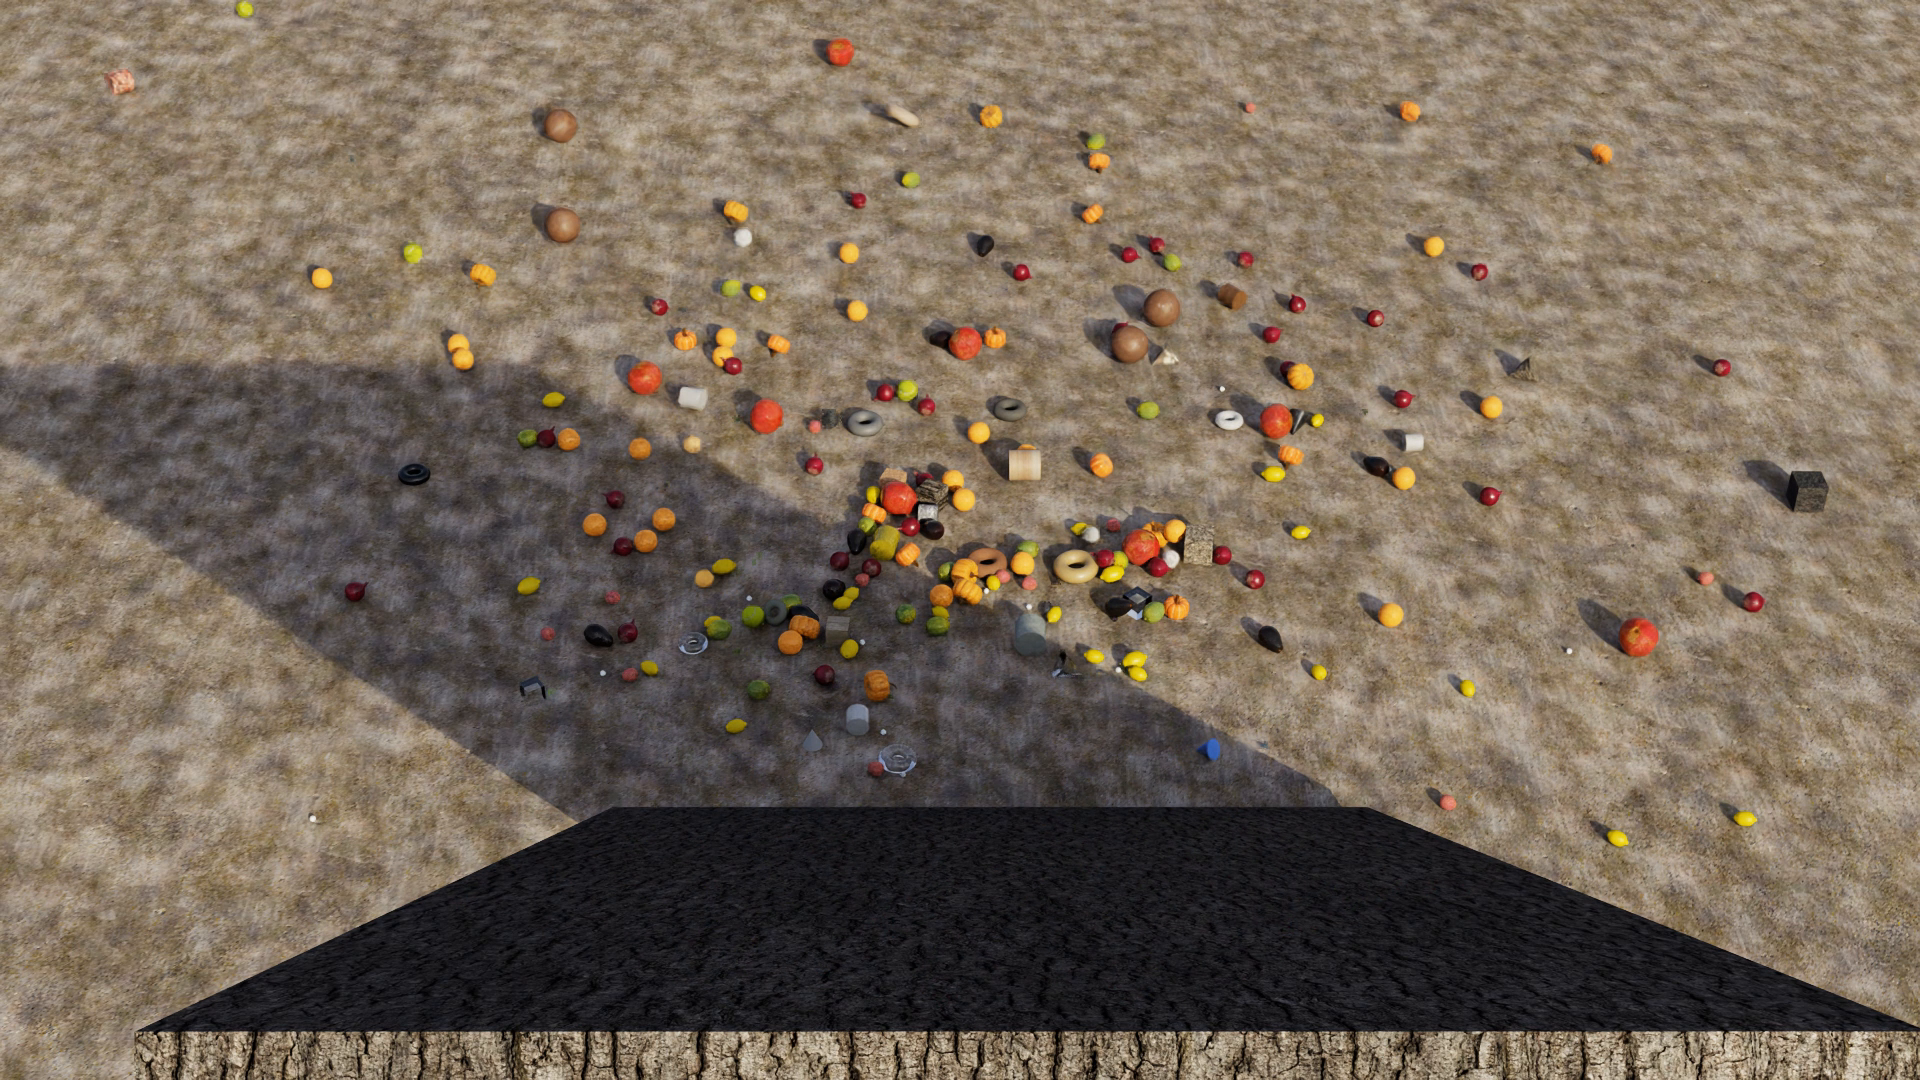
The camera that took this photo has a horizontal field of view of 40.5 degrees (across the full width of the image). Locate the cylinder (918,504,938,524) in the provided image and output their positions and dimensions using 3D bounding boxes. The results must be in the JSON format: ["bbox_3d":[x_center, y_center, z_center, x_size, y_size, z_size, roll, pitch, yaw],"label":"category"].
[{"bbox_3d":[-0.098,-0.081,8.051,0.059,0.059,0.059,2,36,3],"label":"cylinder"}]

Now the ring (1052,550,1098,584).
[{"bbox_3d":[0.350,0.080,7.841,0.139,0.046,0.139,-1,37,1],"label":"ring"}]

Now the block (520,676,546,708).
[{"bbox_3d":[-1.210,0.429,7.361,0.054,0.054,0.054,-21,41,-26],"label":"block"}]

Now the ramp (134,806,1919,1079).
[{"bbox_3d":[0.080,0.678,4.894,2.000,0.100,4.000,0,-2,0],"label":"ramp"}]

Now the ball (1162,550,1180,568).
[{"bbox_3d":[0.636,0.058,7.865,0.054,0.054,0.054,0,36,0],"label":"ball"}]

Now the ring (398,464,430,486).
[{"bbox_3d":[-1.730,-0.208,8.245,0.101,0.034,0.101,1,36,-1],"label":"ring"}]

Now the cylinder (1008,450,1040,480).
[{"bbox_3d":[0.204,-0.237,8.228,0.099,0.099,0.099,0,36,-1],"label":"cylinder"}]

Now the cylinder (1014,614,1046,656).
[{"bbox_3d":[0.204,0.276,7.539,0.090,0.090,0.090,-1,33,-2],"label":"cylinder"}]

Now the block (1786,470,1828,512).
[{"bbox_3d":[2.645,-0.151,8.117,0.092,0.092,0.092,0,36,0],"label":"block"}]

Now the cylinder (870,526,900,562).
[{"bbox_3d":[-0.229,0.010,7.909,0.079,0.079,0.079,6,37,8],"label":"cylinder"}]

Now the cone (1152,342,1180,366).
[{"bbox_3d":[0.682,-0.610,8.787,0.086,0.086,0.086,-31,39,3],"label":"cone"}]

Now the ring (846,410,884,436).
[{"bbox_3d":[-0.310,-0.380,8.474,0.120,0.040,0.120,0,38,0],"label":"ring"}]

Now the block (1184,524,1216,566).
[{"bbox_3d":[0.727,0.014,7.899,0.086,0.086,0.086,5,37,7],"label":"block"}]

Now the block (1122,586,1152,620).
[{"bbox_3d":[0.524,0.186,7.684,0.061,0.061,0.061,-28,45,-33],"label":"block"}]

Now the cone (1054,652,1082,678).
[{"bbox_3d":[0.319,0.371,7.455,0.078,0.078,0.078,22,33,-15],"label":"cone"}]

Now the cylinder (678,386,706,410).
[{"bbox_3d":[-0.880,-0.466,8.565,0.070,0.070,0.070,11,38,14],"label":"cylinder"}]

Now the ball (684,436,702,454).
[{"bbox_3d":[-0.861,-0.306,8.357,0.058,0.058,0.058,0,36,0],"label":"ball"}]

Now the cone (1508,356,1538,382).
[{"bbox_3d":[1.880,-0.562,8.719,0.092,0.092,0.092,-16,30,25],"label":"cone"}]

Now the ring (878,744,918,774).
[{"bbox_3d":[-0.171,0.600,7.143,0.107,0.036,0.107,1,35,-1],"label":"ring"}]

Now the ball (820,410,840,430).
[{"bbox_3d":[-0.424,-0.391,8.471,0.061,0.061,0.061,0,36,0],"label":"ball"}]

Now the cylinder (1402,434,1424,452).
[{"bbox_3d":[1.457,-0.314,8.370,0.056,0.056,0.056,-4,37,-6],"label":"cylinder"}]

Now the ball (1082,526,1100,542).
[{"bbox_3d":[0.401,-0.016,7.969,0.051,0.051,0.051,0,36,0],"label":"ball"}]

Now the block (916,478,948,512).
[{"bbox_3d":[-0.087,-0.135,8.111,0.074,0.074,0.074,20,41,25],"label":"block"}]

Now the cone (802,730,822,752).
[{"bbox_3d":[-0.409,0.545,7.200,0.056,0.056,0.056,0,36,0],"label":"cone"}]

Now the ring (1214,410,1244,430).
[{"bbox_3d":[0.879,-0.391,8.497,0.093,0.031,0.093,0,35,0],"label":"ring"}]

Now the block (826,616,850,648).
[{"bbox_3d":[-0.355,0.268,7.571,0.064,0.064,0.064,3,36,3],"label":"block"}]

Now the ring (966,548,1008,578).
[{"bbox_3d":[0.080,0.070,7.860,0.128,0.043,0.128,0,37,0],"label":"ring"}]

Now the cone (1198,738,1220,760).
[{"bbox_3d":[0.676,0.579,7.178,0.060,0.060,0.060,-6,26,40],"label":"cone"}]

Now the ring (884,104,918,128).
[{"bbox_3d":[-0.227,-1.659,10.156,0.148,0.049,0.148,28,7,-4],"label":"ring"}]

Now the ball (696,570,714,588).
[{"bbox_3d":[-0.764,0.116,7.785,0.055,0.055,0.055,0,36,0],"label":"ball"}]

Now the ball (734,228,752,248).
[{"bbox_3d":[-0.786,-1.095,9.424,0.066,0.066,0.066,0,36,0],"label":"ball"}]

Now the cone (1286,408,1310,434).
[{"bbox_3d":[1.092,-0.374,8.468,0.078,0.078,0.078,12,65,16],"label":"cone"}]

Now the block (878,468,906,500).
[{"bbox_3d":[-0.211,-0.175,8.172,0.067,0.067,0.067,12,38,16],"label":"block"}]

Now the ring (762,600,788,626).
[{"bbox_3d":[-0.544,0.213,7.647,0.080,0.027,0.080,-5,76,20],"label":"ring"}]

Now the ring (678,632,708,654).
[{"bbox_3d":[-0.776,0.300,7.558,0.087,0.029,0.087,-1,37,0],"label":"ring"}]

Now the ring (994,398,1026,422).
[{"bbox_3d":[0.164,-0.427,8.541,0.110,0.037,0.110,0,35,0],"label":"ring"}]

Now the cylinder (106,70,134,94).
[{"bbox_3d":[-3.361,-1.833,10.414,0.083,0.083,0.083,-22,42,-27],"label":"cylinder"}]
